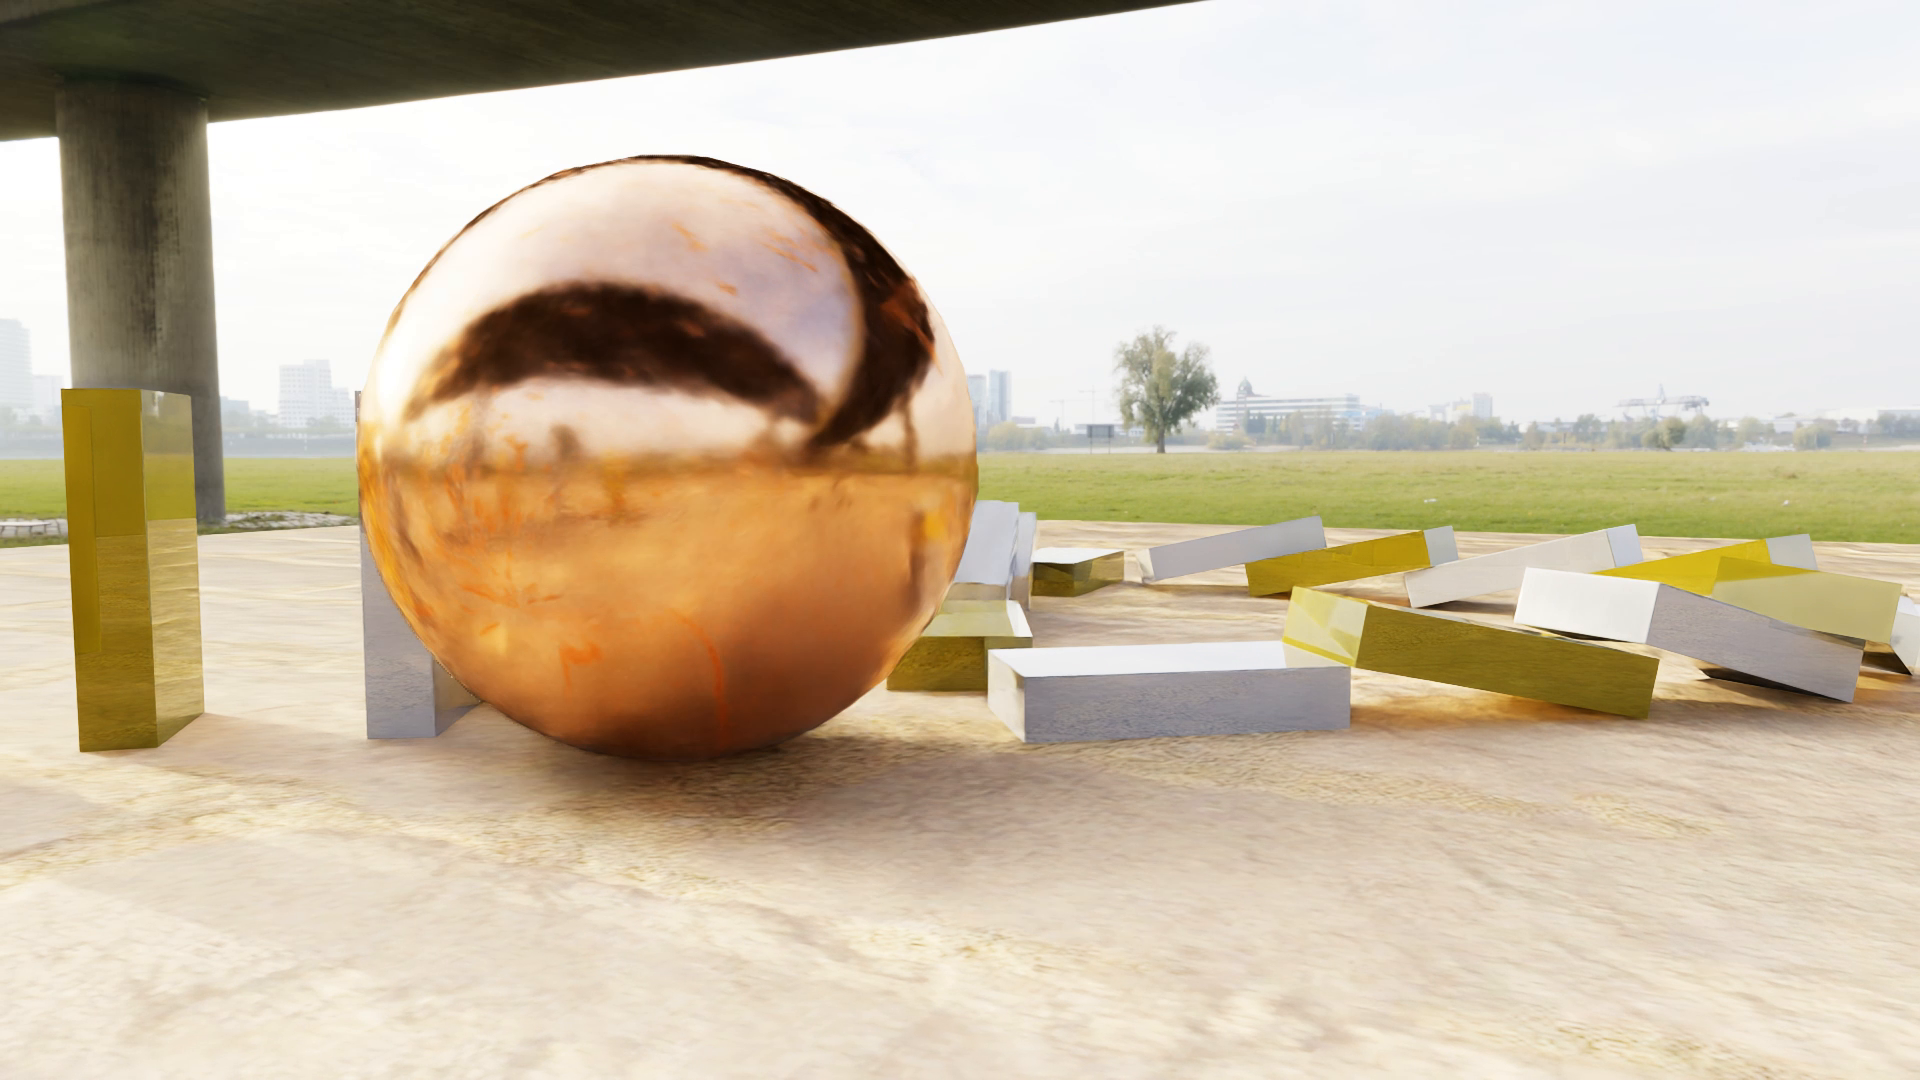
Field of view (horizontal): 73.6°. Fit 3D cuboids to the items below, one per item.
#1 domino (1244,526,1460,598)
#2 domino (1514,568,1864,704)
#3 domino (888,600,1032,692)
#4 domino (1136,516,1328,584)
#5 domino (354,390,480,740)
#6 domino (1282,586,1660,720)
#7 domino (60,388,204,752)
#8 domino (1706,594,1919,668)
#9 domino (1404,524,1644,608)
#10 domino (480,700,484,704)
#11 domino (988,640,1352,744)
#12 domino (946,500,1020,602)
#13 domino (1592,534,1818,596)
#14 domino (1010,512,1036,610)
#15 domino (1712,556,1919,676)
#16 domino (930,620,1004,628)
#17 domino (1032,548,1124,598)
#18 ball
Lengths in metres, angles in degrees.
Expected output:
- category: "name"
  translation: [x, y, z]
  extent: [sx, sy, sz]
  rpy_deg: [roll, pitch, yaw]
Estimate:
- category: "domino"
  translation: [0.107, 0.006, 0.352]
  extent: [0.050, 0.010, 0.025]
  rpy_deg: [-13, -4, 37]
- category: "domino"
  translation: [0.120, 0.016, 0.212]
  extent: [0.050, 0.009, 0.025]
  rpy_deg: [14, -2, -23]
- category: "domino"
  translation: [0.000, 0.019, 0.245]
  extent: [0.025, 0.009, 0.050]
  rpy_deg: [0, 4, 0]
- category: "domino"
  translation: [0.079, 0.003, 0.377]
  extent: [0.050, 0.010, 0.025]
  rpy_deg: [-11, -4, -1]
- category: "domino"
  translation: [-0.082, 0.003, 0.196]
  extent: [0.009, 0.050, 0.025]
  rpy_deg: [-1, 4, -6]
- category: "domino"
  translation: [0.081, 0.018, 0.206]
  extent: [0.050, 0.010, 0.025]
  rpy_deg: [10, 2, -11]
- category: "domino"
  translation: [-0.121, 0.003, 0.189]
  extent: [0.010, 0.050, 0.025]
  rpy_deg: [-1, 4, -17]
- category: "domino"
  translation: [0.182, 0.018, 0.264]
  extent: [0.025, 0.010, 0.050]
  rpy_deg: [-3, 5, -38]
- category: "domino"
  translation: [0.142, 0.007, 0.325]
  extent: [0.050, 0.010, 0.025]
  rpy_deg: [-17, -8, 41]
- category: "domino"
  translation: [-0.070, 0.021, 0.220]
  extent: [0.050, 0.010, 0.025]
  rpy_deg: [3, 5, 38]
- category: "domino"
  translation: [0.031, 0.023, 0.199]
  extent: [0.050, 0.010, 0.025]
  rpy_deg: [-1, 4, -11]
- category: "domino"
  translation: [0.000, 0.004, 0.300]
  extent: [0.025, 0.010, 0.050]
  rpy_deg: [3, 23, 5]
- category: "domino"
  translation: [0.164, 0.009, 0.295]
  extent: [0.025, 0.010, 0.050]
  rpy_deg: [-3, -10, -39]
- category: "domino"
  translation: [0.007, 0.005, 0.350]
  extent: [0.025, 0.010, 0.050]
  rpy_deg: [0, 20, 6]
- category: "domino"
  translation: [0.151, 0.014, 0.225]
  extent: [0.025, 0.010, 0.050]
  rpy_deg: [13, -2, 41]
- category: "domino"
  translation: [-0.003, 0.006, 0.318]
  extent: [0.025, 0.009, 0.050]
  rpy_deg: [0, 23, -3]
- category: "domino"
  translation: [0.030, 0.009, 0.383]
  extent: [0.025, 0.010, 0.050]
  rpy_deg: [2, 5, 23]
- category: "ball"
  translation: [-0.037, -0.010, 0.173]
  extent: [0.080, 0.080, 0.080]
  rpy_deg: [0, 4, 0]
